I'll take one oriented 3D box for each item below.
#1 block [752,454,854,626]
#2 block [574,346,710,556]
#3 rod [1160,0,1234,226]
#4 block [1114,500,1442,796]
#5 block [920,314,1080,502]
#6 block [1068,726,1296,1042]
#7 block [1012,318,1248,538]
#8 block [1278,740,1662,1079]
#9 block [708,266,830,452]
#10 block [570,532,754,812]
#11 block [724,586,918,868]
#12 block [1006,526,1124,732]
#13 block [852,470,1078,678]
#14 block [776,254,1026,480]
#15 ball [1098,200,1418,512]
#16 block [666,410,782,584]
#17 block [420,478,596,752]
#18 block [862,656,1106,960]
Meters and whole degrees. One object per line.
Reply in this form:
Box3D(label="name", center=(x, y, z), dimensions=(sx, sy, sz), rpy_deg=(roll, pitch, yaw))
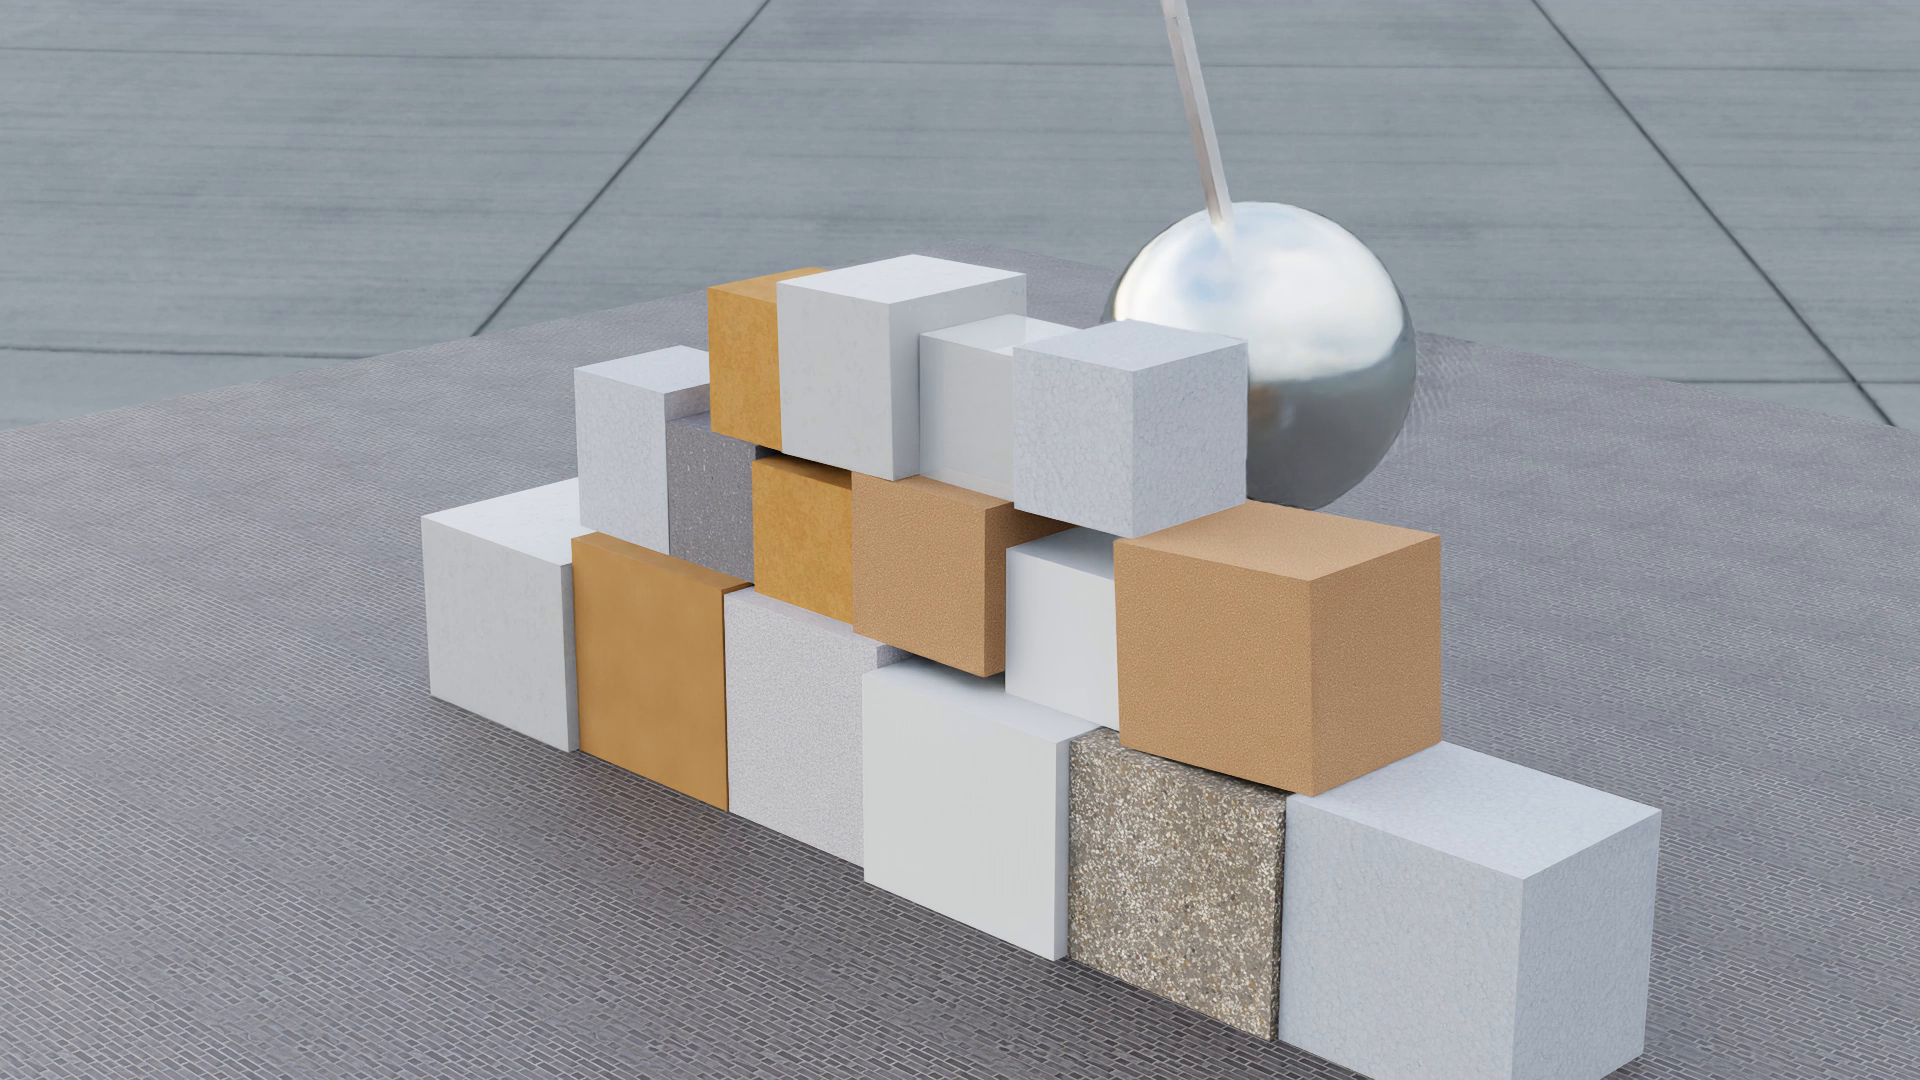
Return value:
Box3D(label="block", center=(-0.432, -0.065, 13.795), dimensions=(0.779, 0.643, 0.749), rpy_deg=(-17, 24, -42))
Box3D(label="block", center=(-1.427, -0.462, 14.691), dimensions=(0.690, 0.817, 0.700), rpy_deg=(-17, 24, -42))
Box3D(label="rod", center=(0.636, -3.681, 12.851), dimensions=(0.080, 5.200, 0.080), rpy_deg=(17, 44, 42))
Box3D(label="block", center=(1.312, 0.419, 12.104), dimensions=(0.852, 0.886, 1.025), rpy_deg=(-17, 20, -42))
Box3D(label="block", center=(0.252, -0.586, 12.906), dimensions=(0.573, 0.643, 0.640), rpy_deg=(-17, 24, -42))
Box3D(label="block", center=(1.238, 1.324, 12.469), dimensions=(1.073, 0.996, 1.117), rpy_deg=(-17, 24, -42))
Box3D(label="block", center=(0.723, -0.486, 12.447), dimensions=(0.675, 0.709, 0.728), rpy_deg=(15, 23, 43))
Box3D(label="block", center=(2.018, 1.540, 11.683), dimensions=(0.937, 1.056, 1.118), rpy_deg=(-17, 24, -42))
Box3D(label="block", center=(-0.726, -0.854, 13.856), dimensions=(0.658, 0.698, 0.640), rpy_deg=(-17, 24, -42))
Box3D(label="block", center=(-1.157, 0.539, 14.749), dimensions=(1.063, 1.128, 1.147), rpy_deg=(-17, 24, -42))
Box3D(label="block", center=(-0.374, 0.785, 14.005), dimensions=(1.047, 1.105, 1.047), rpy_deg=(-17, 24, -42))
Box3D(label="block", center=(0.675, 0.364, 12.737), dimensions=(0.618, 0.660, 0.727), rpy_deg=(-17, 24, -42))
Box3D(label="block", center=(0.129, 0.049, 13.229), dimensions=(0.900, 0.765, 0.836), rpy_deg=(-17, 24, -42))
Box3D(label="block", center=(-0.257, -0.801, 13.339), dimensions=(0.858, 0.795, 0.734), rpy_deg=(-17, 23, -42))
Box3D(label="ball", center=(1.467, -0.887, 14.601), dimensions=(1.600, 1.600, 1.600), rpy_deg=(0, 17, 0))
Box3D(label="block", center=(-0.952, -0.251, 14.242), dimensions=(0.661, 0.683, 0.647), rpy_deg=(-17, 24, -42))
Box3D(label="block", center=(-1.991, 0.351, 15.566), dimensions=(1.195, 0.998, 1.194), rpy_deg=(-17, 24, -42))
Box3D(label="block", center=(0.402, 1.078, 13.239), dimensions=(1.186, 1.004, 1.188), rpy_deg=(-17, 24, -42))
